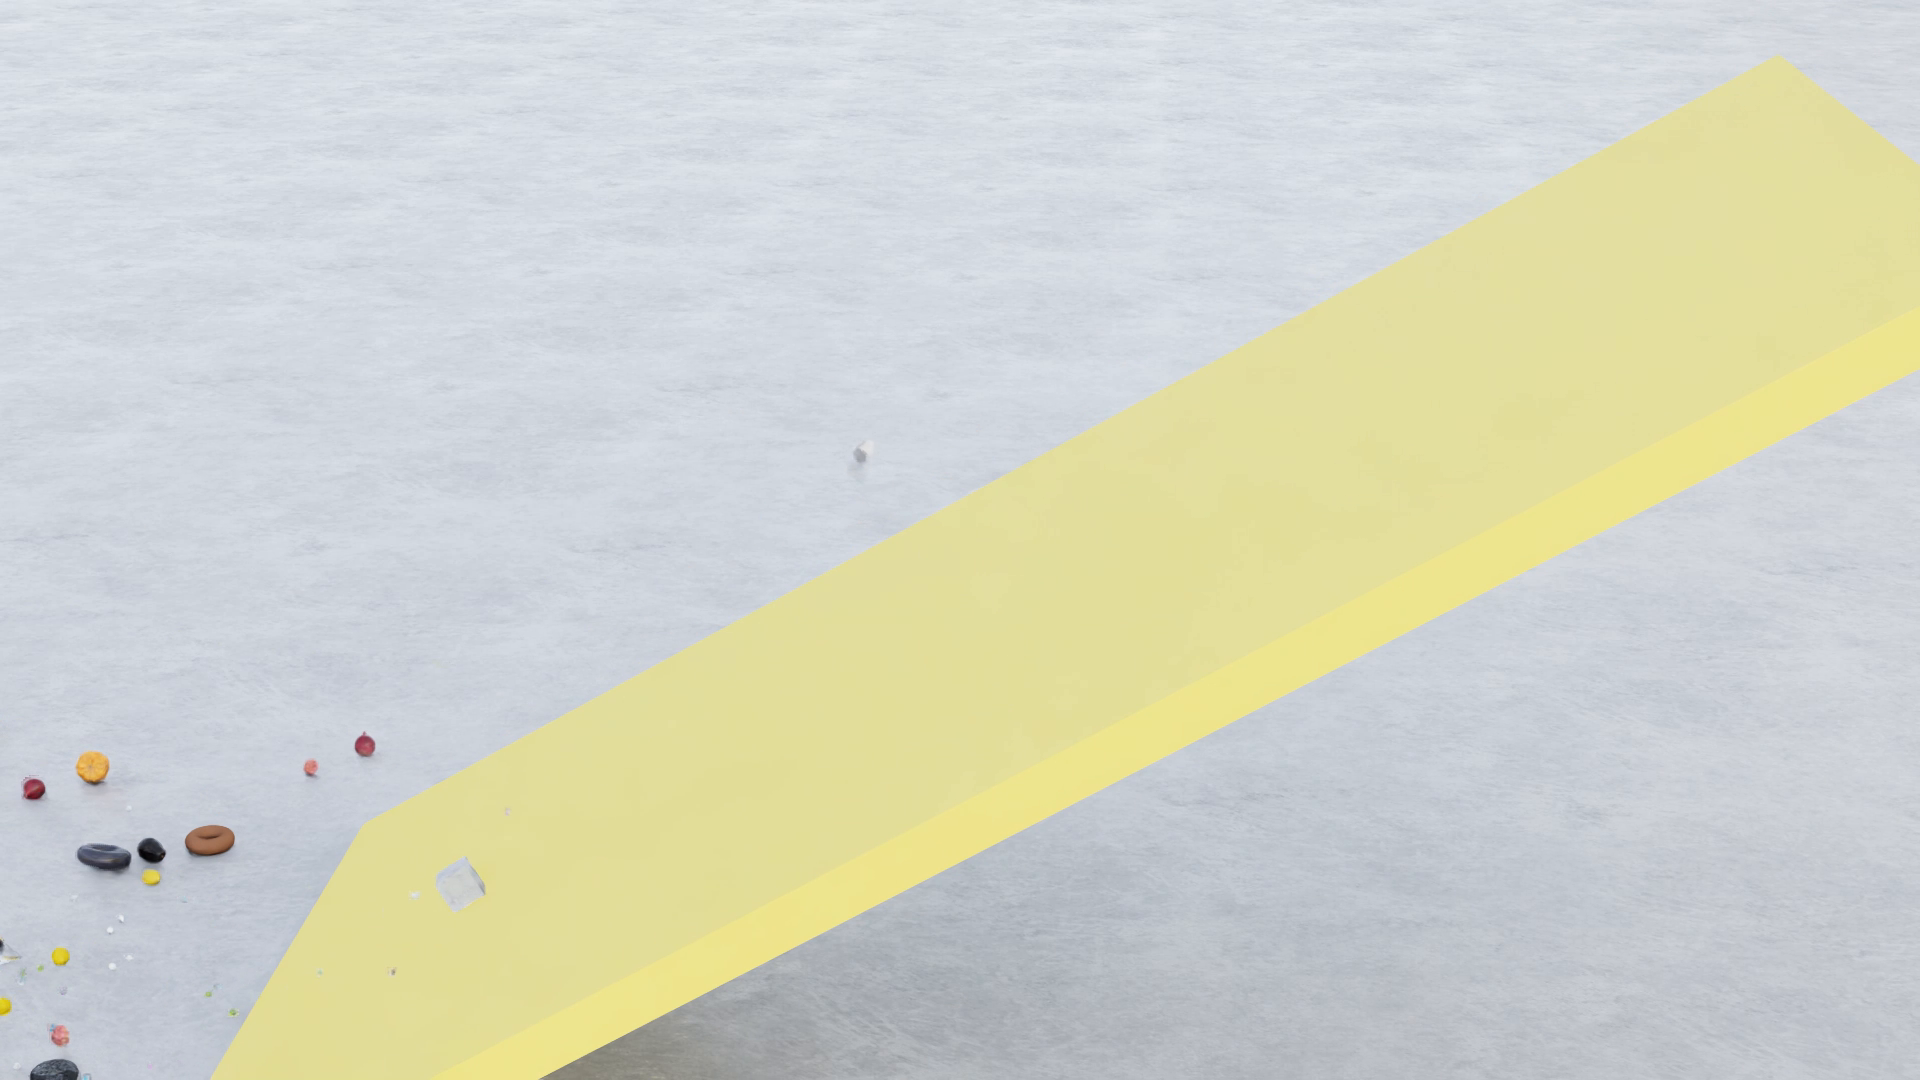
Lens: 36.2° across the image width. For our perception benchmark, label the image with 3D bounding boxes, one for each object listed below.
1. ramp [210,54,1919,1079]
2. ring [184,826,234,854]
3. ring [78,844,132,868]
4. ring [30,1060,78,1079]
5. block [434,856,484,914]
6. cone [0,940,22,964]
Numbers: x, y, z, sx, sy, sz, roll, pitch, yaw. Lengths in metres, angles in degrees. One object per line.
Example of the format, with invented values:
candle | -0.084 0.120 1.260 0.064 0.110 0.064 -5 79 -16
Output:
ramp | 0.142 0.168 6.285 4.000 0.100 2.000 -28 15 12
ring | -1.963 0.785 7.696 0.128 0.043 0.128 1 20 0
ring | -2.201 0.814 7.565 0.136 0.045 0.136 9 3 -1
ring | -2.009 1.186 6.524 0.105 0.035 0.105 1 20 0
block | -1.105 0.761 6.496 0.079 0.079 0.079 -32 14 -2
cone | -2.287 1.000 7.082 0.067 0.067 0.067 20 3 -38
